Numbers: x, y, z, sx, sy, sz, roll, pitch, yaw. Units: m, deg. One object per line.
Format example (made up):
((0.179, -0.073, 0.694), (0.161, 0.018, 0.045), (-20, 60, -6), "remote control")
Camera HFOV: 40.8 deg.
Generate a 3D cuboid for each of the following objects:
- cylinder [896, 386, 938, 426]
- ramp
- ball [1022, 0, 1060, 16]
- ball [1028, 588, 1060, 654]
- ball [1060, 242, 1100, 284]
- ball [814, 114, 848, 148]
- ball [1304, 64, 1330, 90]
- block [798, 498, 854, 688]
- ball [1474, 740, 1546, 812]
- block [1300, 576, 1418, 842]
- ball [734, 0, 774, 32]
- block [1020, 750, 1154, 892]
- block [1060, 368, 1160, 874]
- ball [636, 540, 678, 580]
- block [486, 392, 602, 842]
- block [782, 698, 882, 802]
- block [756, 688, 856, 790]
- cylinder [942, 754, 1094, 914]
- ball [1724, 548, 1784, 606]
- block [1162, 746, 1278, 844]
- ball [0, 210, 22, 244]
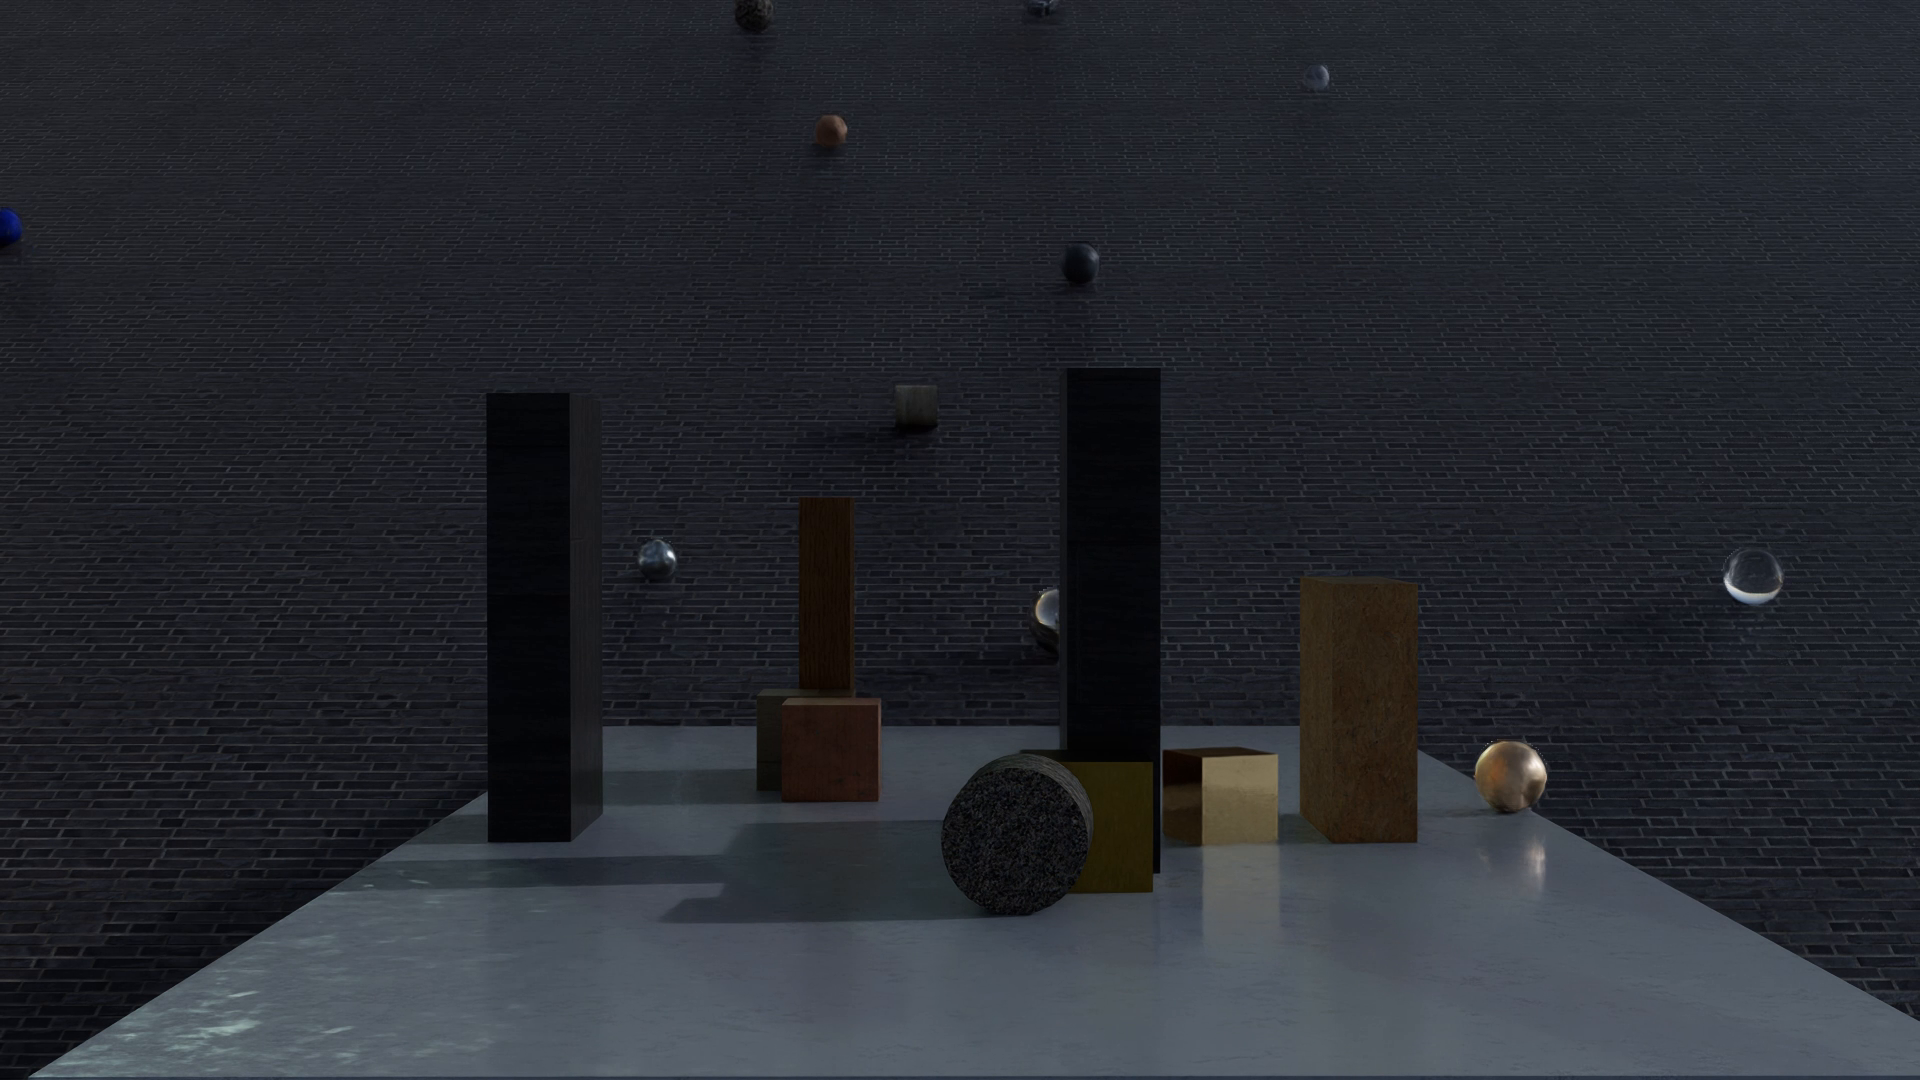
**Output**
((-0.141, -0.435, 8.397), (0.135, 0.135, 0.135), (0, 27, -3), "cylinder")
((0.062, 0.557, 4.594), (2.000, 0.100, 4.000), (0, 1, 0), "ramp")
((0.395, -2.660, 12.632), (0.195, 0.195, 0.195), (0, 27, 0), "ball")
((0.282, 0.222, 7.075), (0.186, 0.186, 0.186), (0, 27, 0), "ball")
((0.442, -1.021, 9.517), (0.149, 0.149, 0.149), (0, 27, 0), "ball")
((-0.544, -1.718, 10.871), (0.142, 0.142, 0.142), (0, 27, 0), "ball")
((1.599, -2.075, 11.590), (0.115, 0.115, 0.115), (0, 27, 0), "ball")
((-0.279, 0.202, 5.441), (0.105, 0.584, 0.240), (0, 1, 0), "block")
((1.020, 0.438, 4.785), (0.131, 0.131, 0.131), (0, 27, 0), "ball")
((0.698, 0.289, 4.553), (0.144, 0.437, 0.409), (0, 1, 0), "block")
((-0.987, -2.529, 12.382), (0.191, 0.191, 0.191), (0, 27, 0), "ball")
((0.189, 0.422, 3.900), (0.192, 0.192, 0.192), (0, 1, 0), "block")
((0.238, 0.123, 4.139), (0.144, 0.782, 0.294), (0, 1, 0), "block")
((-0.876, 0.058, 7.467), (0.117, 0.117, 0.117), (0, 27, 0), "ball")
((-0.729, 0.128, 4.559), (0.140, 0.759, 0.394), (0, 1, 0), "block")
((-0.249, 0.407, 5.042), (0.185, 0.185, 0.185), (0, 1, 0), "block")
((-0.310, 0.403, 5.229), (0.189, 0.189, 0.189), (0, 1, 0), "block")
((0.085, 0.419, 3.701), (0.206, 0.206, 0.206), (3, 1, 5), "cylinder")
((2.252, 0.104, 7.329), (0.162, 0.162, 0.162), (0, 27, 0), "ball")
((0.446, 0.436, 4.427), (0.146, 0.146, 0.146), (0, 1, -23), "block")
((-3.655, -1.197, 9.873), (0.134, 0.134, 0.134), (0, 27, 0), "ball")
